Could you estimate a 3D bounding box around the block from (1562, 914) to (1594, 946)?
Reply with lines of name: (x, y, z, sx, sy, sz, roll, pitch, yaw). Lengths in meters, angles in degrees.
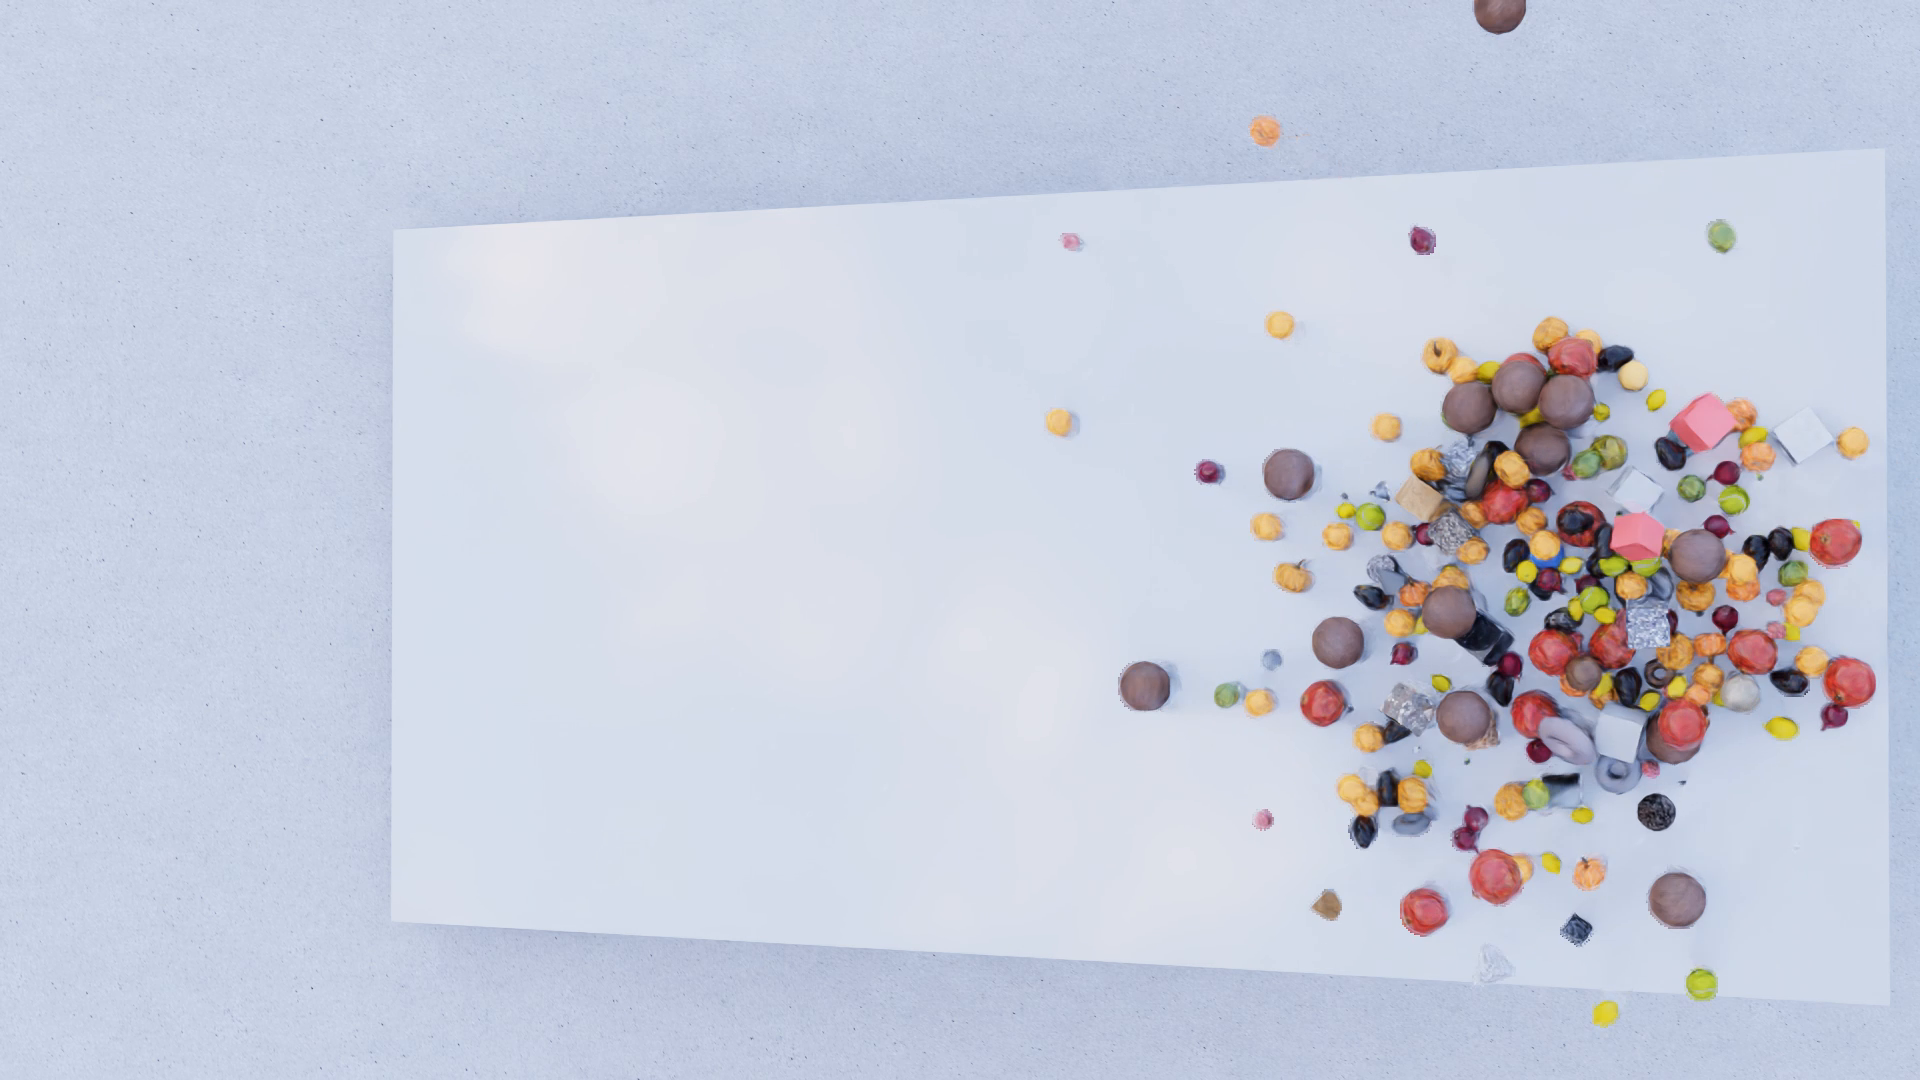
block: (1.487, 0.938, 5.292, 0.051, 0.051, 0.051, 35, 87, 23)

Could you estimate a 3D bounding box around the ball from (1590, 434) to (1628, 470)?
ball: (1.558, -0.212, 5.284, 0.086, 0.086, 0.086, 0, 89, 0)

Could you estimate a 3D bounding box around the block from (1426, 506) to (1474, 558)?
block: (1.188, -0.021, 5.330, 0.079, 0.079, 0.079, -42, 89, 22)

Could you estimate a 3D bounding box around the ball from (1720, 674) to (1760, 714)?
ball: (1.817, 0.359, 5.122, 0.090, 0.090, 0.090, 0, 89, 0)

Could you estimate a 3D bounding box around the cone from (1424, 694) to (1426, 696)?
cone: (1.128, 0.402, 5.421, 0.062, 0.062, 0.062, 36, 113, 0)

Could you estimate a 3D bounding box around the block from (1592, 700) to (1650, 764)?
block: (1.564, 0.453, 5.208, 0.100, 0.100, 0.100, 16, 111, 23)

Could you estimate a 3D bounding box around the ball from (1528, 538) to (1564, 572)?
ball: (1.421, 0.037, 5.326, 0.083, 0.083, 0.083, 0, 89, 0)

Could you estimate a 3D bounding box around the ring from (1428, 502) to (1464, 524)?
ring: (1.197, -0.052, 5.409, 0.094, 0.031, 0.094, 4, 66, -8)

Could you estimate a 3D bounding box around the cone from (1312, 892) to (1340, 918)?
cone: (0.903, 0.917, 5.506, 0.068, 0.068, 0.068, 13, 69, -36)

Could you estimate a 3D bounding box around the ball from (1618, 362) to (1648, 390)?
ball: (1.616, -0.394, 5.276, 0.070, 0.070, 0.070, 0, 89, 0)

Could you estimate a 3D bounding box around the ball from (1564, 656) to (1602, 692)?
ball: (1.460, 0.313, 5.148, 0.086, 0.086, 0.086, 0, 89, 0)

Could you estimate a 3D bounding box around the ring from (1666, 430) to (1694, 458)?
ring: (1.730, -0.237, 5.260, 0.080, 0.027, 0.080, 0, 89, 18)

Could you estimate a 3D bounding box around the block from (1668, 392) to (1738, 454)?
block: (1.749, -0.275, 5.177, 0.094, 0.094, 0.094, -43, 89, -5)

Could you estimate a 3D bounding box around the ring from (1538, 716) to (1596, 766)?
ring: (1.433, 0.475, 5.196, 0.150, 0.150, 0.050, 42, 75, 1)

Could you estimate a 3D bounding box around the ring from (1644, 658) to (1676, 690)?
ring: (1.677, 0.320, 5.270, 0.075, 0.025, 0.075, 0, 90, 16)

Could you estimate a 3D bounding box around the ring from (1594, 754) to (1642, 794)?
ring: (1.581, 0.553, 5.281, 0.114, 0.038, 0.114, -7, 76, 30)

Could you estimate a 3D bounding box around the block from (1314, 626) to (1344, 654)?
block: (0.924, 0.249, 5.500, 0.054, 0.054, 0.054, -26, 82, 16)

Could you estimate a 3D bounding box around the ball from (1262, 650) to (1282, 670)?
ball: (0.786, 0.303, 5.545, 0.050, 0.050, 0.050, 0, 89, 0)

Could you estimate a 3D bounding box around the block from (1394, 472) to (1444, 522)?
block: (1.129, -0.105, 5.412, 0.079, 0.079, 0.079, 34, 101, -7)

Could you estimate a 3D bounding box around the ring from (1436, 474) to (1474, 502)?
ring: (1.218, -0.126, 5.387, 0.105, 0.105, 0.035, 15, 117, 0)

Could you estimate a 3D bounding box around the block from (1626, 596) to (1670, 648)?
block: (1.611, 0.194, 5.150, 0.094, 0.094, 0.094, -4, 103, 17)

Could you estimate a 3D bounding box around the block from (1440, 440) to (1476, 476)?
block: (1.199, -0.196, 5.303, 0.054, 0.054, 0.054, -40, 85, -12)

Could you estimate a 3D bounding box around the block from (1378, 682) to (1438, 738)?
block: (1.091, 0.412, 5.349, 0.084, 0.084, 0.084, 35, 90, -22)

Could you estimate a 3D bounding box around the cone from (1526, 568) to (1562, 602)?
cone: (1.433, 0.093, 5.346, 0.081, 0.081, 0.081, -36, 89, -13)

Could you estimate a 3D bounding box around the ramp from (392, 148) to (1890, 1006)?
ramp: (0.276, 0.093, 5.793, 4.000, 0.100, 2.000, 0, 89, 18)

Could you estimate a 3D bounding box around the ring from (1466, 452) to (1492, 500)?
ring: (1.252, -0.155, 5.303, 0.040, 0.121, 0.121, 18, 89, 15)

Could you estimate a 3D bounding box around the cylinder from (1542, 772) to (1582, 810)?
cylinder: (1.454, 0.606, 5.307, 0.085, 0.085, 0.085, -7, 89, 18)

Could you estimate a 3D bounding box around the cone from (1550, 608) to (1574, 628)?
cone: (1.447, 0.197, 5.247, 0.053, 0.053, 0.053, -16, 127, -23)

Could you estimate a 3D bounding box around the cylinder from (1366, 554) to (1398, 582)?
cylinder: (1.048, 0.072, 5.454, 0.070, 0.070, 0.070, 0, 89, 18)

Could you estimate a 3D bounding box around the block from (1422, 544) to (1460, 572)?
block: (1.181, 0.037, 5.405, 0.057, 0.057, 0.057, -19, 82, -20)

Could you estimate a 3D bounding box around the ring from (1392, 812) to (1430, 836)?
ring: (1.096, 0.690, 5.346, 0.091, 0.091, 0.030, -15, 105, 0)

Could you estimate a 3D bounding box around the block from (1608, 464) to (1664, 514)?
block: (1.607, -0.116, 5.233, 0.086, 0.086, 0.086, 36, 104, 1)

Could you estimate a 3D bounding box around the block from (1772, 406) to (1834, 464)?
block: (1.971, -0.243, 5.146, 0.095, 0.095, 0.095, -36, 79, 14)

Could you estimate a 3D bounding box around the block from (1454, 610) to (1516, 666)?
block: (1.277, 0.241, 5.355, 0.090, 0.090, 0.090, 43, 102, 31)

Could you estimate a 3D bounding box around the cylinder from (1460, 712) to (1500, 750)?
cylinder: (1.268, 0.467, 5.370, 0.082, 0.082, 0.082, -11, 86, 0)

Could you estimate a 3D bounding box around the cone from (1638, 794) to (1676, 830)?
cone: (1.659, 0.653, 5.237, 0.090, 0.090, 0.090, 0, 89, 18)

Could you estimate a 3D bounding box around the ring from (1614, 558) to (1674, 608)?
ring: (1.634, 0.111, 5.259, 0.143, 0.048, 0.143, 9, 105, 33)

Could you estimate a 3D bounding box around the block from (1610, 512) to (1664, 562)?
block: (1.583, -0.007, 5.138, 0.080, 0.080, 0.080, 28, 65, -29)

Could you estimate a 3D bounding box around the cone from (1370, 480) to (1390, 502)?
cone: (1.058, -0.112, 5.478, 0.050, 0.050, 0.050, -44, 104, -1)
